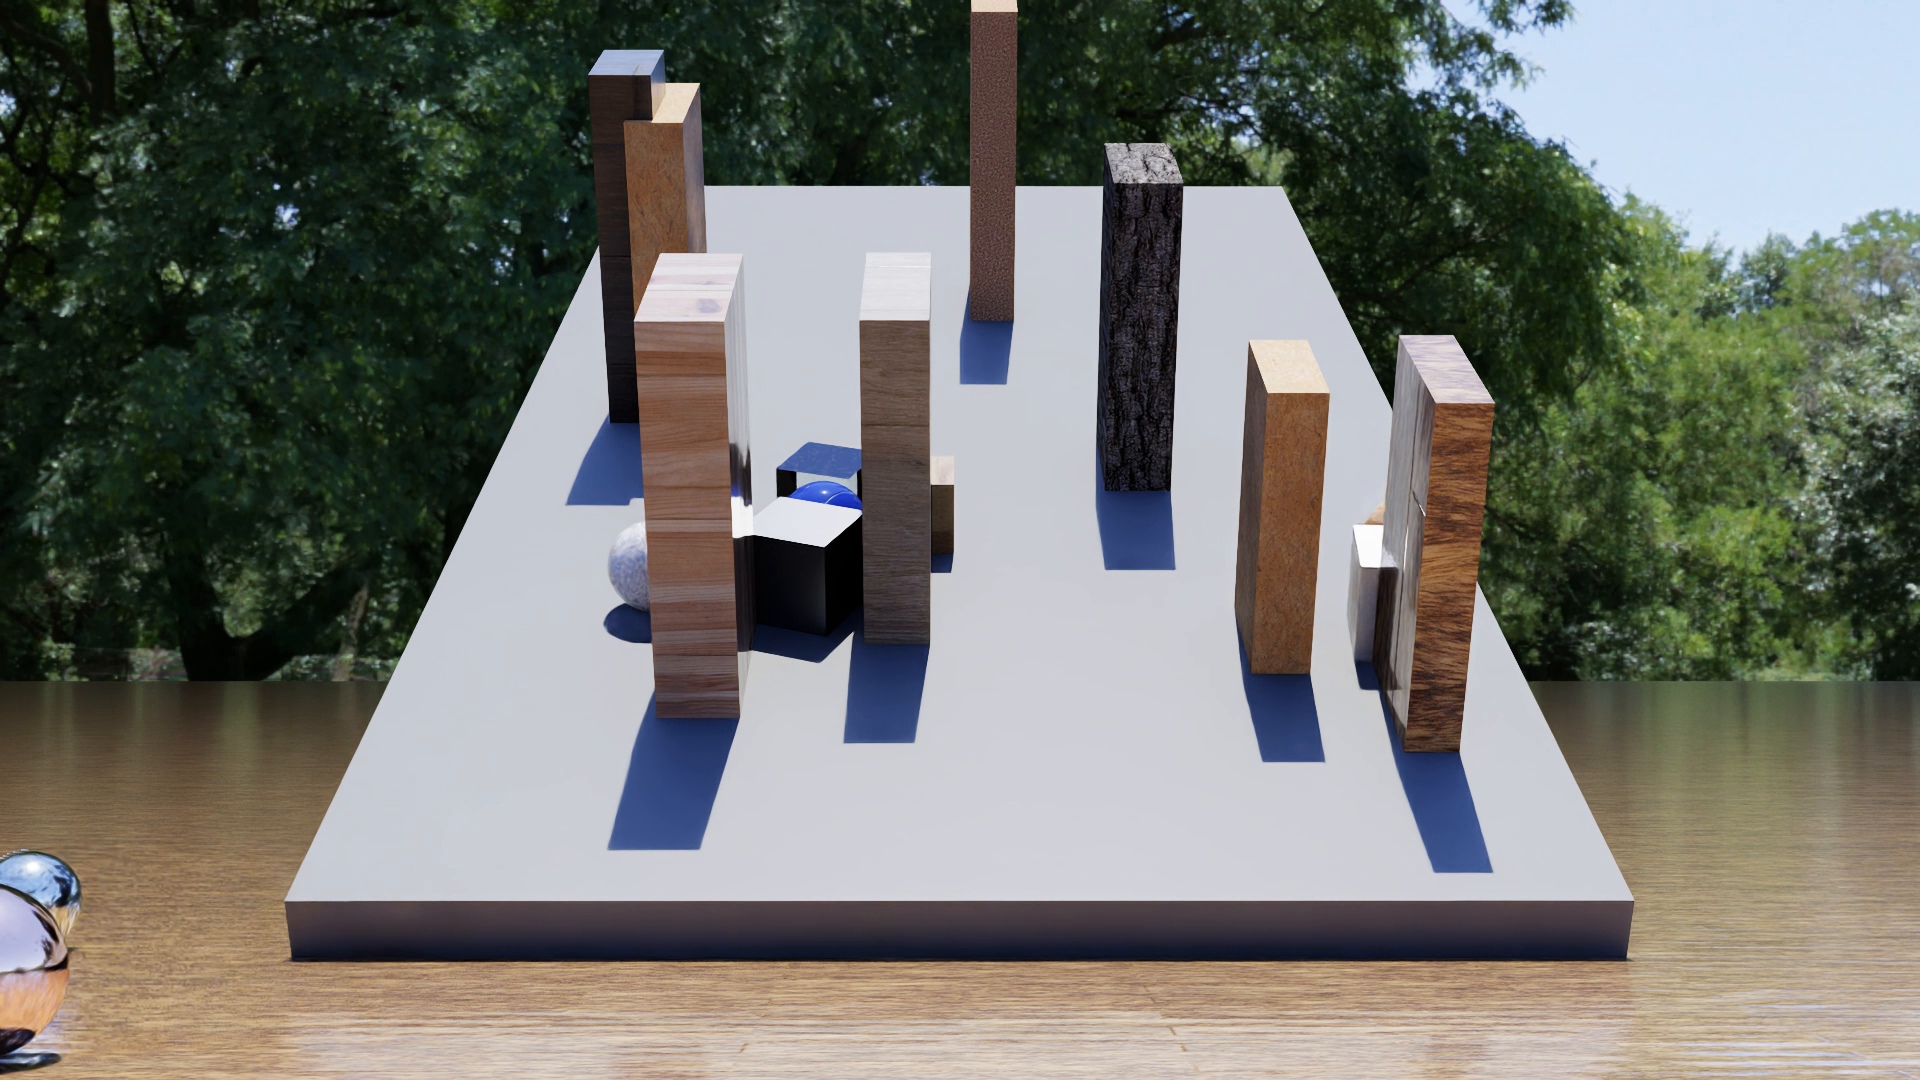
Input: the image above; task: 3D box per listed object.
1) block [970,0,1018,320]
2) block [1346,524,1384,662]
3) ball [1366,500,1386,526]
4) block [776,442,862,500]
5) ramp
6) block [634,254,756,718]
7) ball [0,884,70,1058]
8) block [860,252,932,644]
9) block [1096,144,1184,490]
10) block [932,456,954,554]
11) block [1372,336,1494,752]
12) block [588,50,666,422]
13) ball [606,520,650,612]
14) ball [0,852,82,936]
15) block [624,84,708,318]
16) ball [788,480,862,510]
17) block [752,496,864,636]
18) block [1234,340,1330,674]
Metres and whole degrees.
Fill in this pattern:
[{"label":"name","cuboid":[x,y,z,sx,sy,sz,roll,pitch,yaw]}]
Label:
[{"label":"block","cuboid":[0.082,-0.977,5.898,0.110,0.782,0.306,0,24,0]},{"label":"block","cuboid":[0.806,0.098,4.204,0.186,0.186,0.186,2,24,4]},{"label":"ball","cuboid":[0.861,0.009,4.376,0.208,0.208,0.208,0,-3,0]},{"label":"block","cuboid":[-0.263,-0.087,4.655,0.156,0.156,0.156,9,25,19]},{"label":"ramp","cuboid":[-0.008,-0.228,5.291,2.000,0.100,4.000,0,24,0]},{"label":"block","cuboid":[-0.446,-0.096,3.988,0.143,0.710,0.368,0,24,0]},{"label":"ball","cuboid":[-1.081,0.473,2.546,0.197,0.197,0.197,0,-3,0]},{"label":"block","cuboid":[-0.114,-0.174,4.281,0.120,0.617,0.398,0,24,0]},{"label":"block","cuboid":[0.374,-0.471,4.900,0.139,0.663,0.320,0,24,0]},{"label":"block","cuboid":[-0.086,-0.070,4.626,0.149,0.149,0.149,0,24,0]},{"label":"block","cuboid":[0.783,0.004,3.881,0.091,0.618,0.325,0,24,0]},{"label":"block","cuboid":[-0.724,-0.676,5.202,0.132,0.789,0.251,0,24,0]},{"label":"ball","cuboid":[-0.571,0.048,4.327,0.172,0.172,0.172,0,-3,0]},{"label":"ball","cuboid":[-1.429,0.555,3.570,0.152,0.152,0.152,0,-3,0]},{"label":"block","cuboid":[-0.655,-0.648,5.260,0.125,0.692,0.375,0,24,0]},{"label":"ball","cuboid":[-0.264,-0.025,4.488,0.178,0.178,0.178,0,-3,0]},{"label":"block","cuboid":[-0.292,0.047,4.320,0.180,0.180,0.180,10,26,21]},{"label":"block","cuboid":[0.569,-0.061,4.136,0.105,0.529,0.274,0,24,0]}]
